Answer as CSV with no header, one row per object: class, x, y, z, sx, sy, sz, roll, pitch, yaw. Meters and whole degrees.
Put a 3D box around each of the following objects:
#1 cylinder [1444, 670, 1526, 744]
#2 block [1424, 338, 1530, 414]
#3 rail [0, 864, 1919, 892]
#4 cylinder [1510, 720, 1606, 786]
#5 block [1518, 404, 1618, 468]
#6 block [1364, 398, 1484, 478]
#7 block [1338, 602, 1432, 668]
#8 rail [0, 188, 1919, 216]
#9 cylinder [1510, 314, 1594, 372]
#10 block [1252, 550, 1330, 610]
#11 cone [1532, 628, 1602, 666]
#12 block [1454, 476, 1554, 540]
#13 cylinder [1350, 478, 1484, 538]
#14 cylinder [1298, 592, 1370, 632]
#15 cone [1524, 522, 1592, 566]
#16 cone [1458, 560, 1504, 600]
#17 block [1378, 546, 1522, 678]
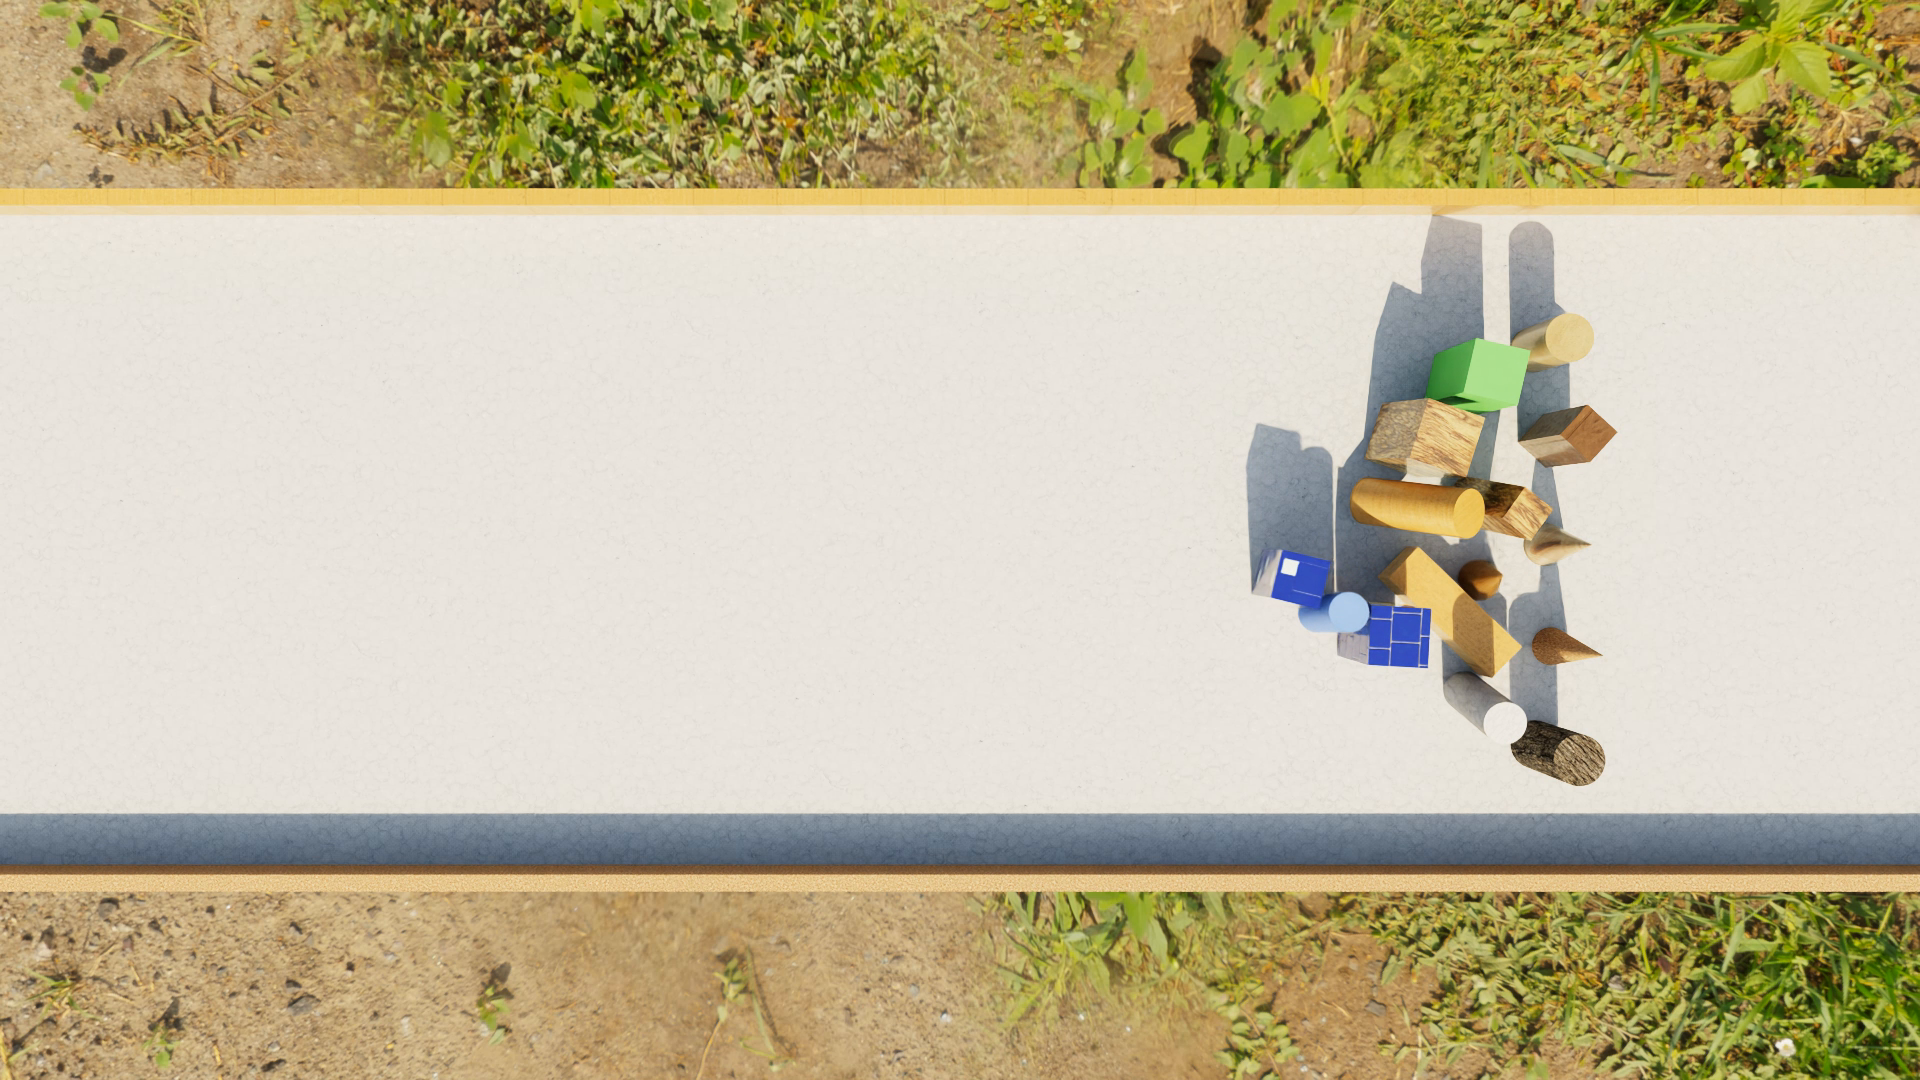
cylinder,1.545,0.490,4.867,0.122,0.407,0.122,0,98,1
block,1.521,-0.477,4.873,0.158,0.407,0.158,13,90,0
rail,-2.247,1.025,5.001,12.000,0.150,0.050,0,90,0
cylinder,1.769,0.629,4.892,0.149,0.369,0.149,0,90,0
block,1.798,-0.305,4.895,0.117,0.363,0.117,42,90,0
block,1.373,-0.299,4.892,0.179,0.347,0.179,18,90,-8
block,1.251,0.275,4.884,0.171,0.385,0.171,3,90,0
rail,-2.247,-1.025,5.002,12.000,0.150,0.050,0,90,0
cylinder,1.764,-0.586,4.923,0.141,0.306,0.141,0,90,0
block,0.978,0.115,4.893,0.142,0.363,0.142,14,90,2
cone,1.819,0.327,4.866,0.116,0.420,0.116,0,90,0
block,1.579,-0.098,4.872,0.110,0.394,0.110,36,90,-12
cylinder,1.349,-0.098,4.882,0.144,0.378,0.144,-6,100,-36
cylinder,1.099,0.216,4.868,0.114,0.410,0.114,0,87,0
cone,1.800,0.014,4.885,0.133,0.383,0.133,0,90,0
cone,1.570,0.113,4.880,0.124,0.378,0.124,0,86,7
block,1.485,0.217,5.011,0.432,0.130,0.130,44,90,0
